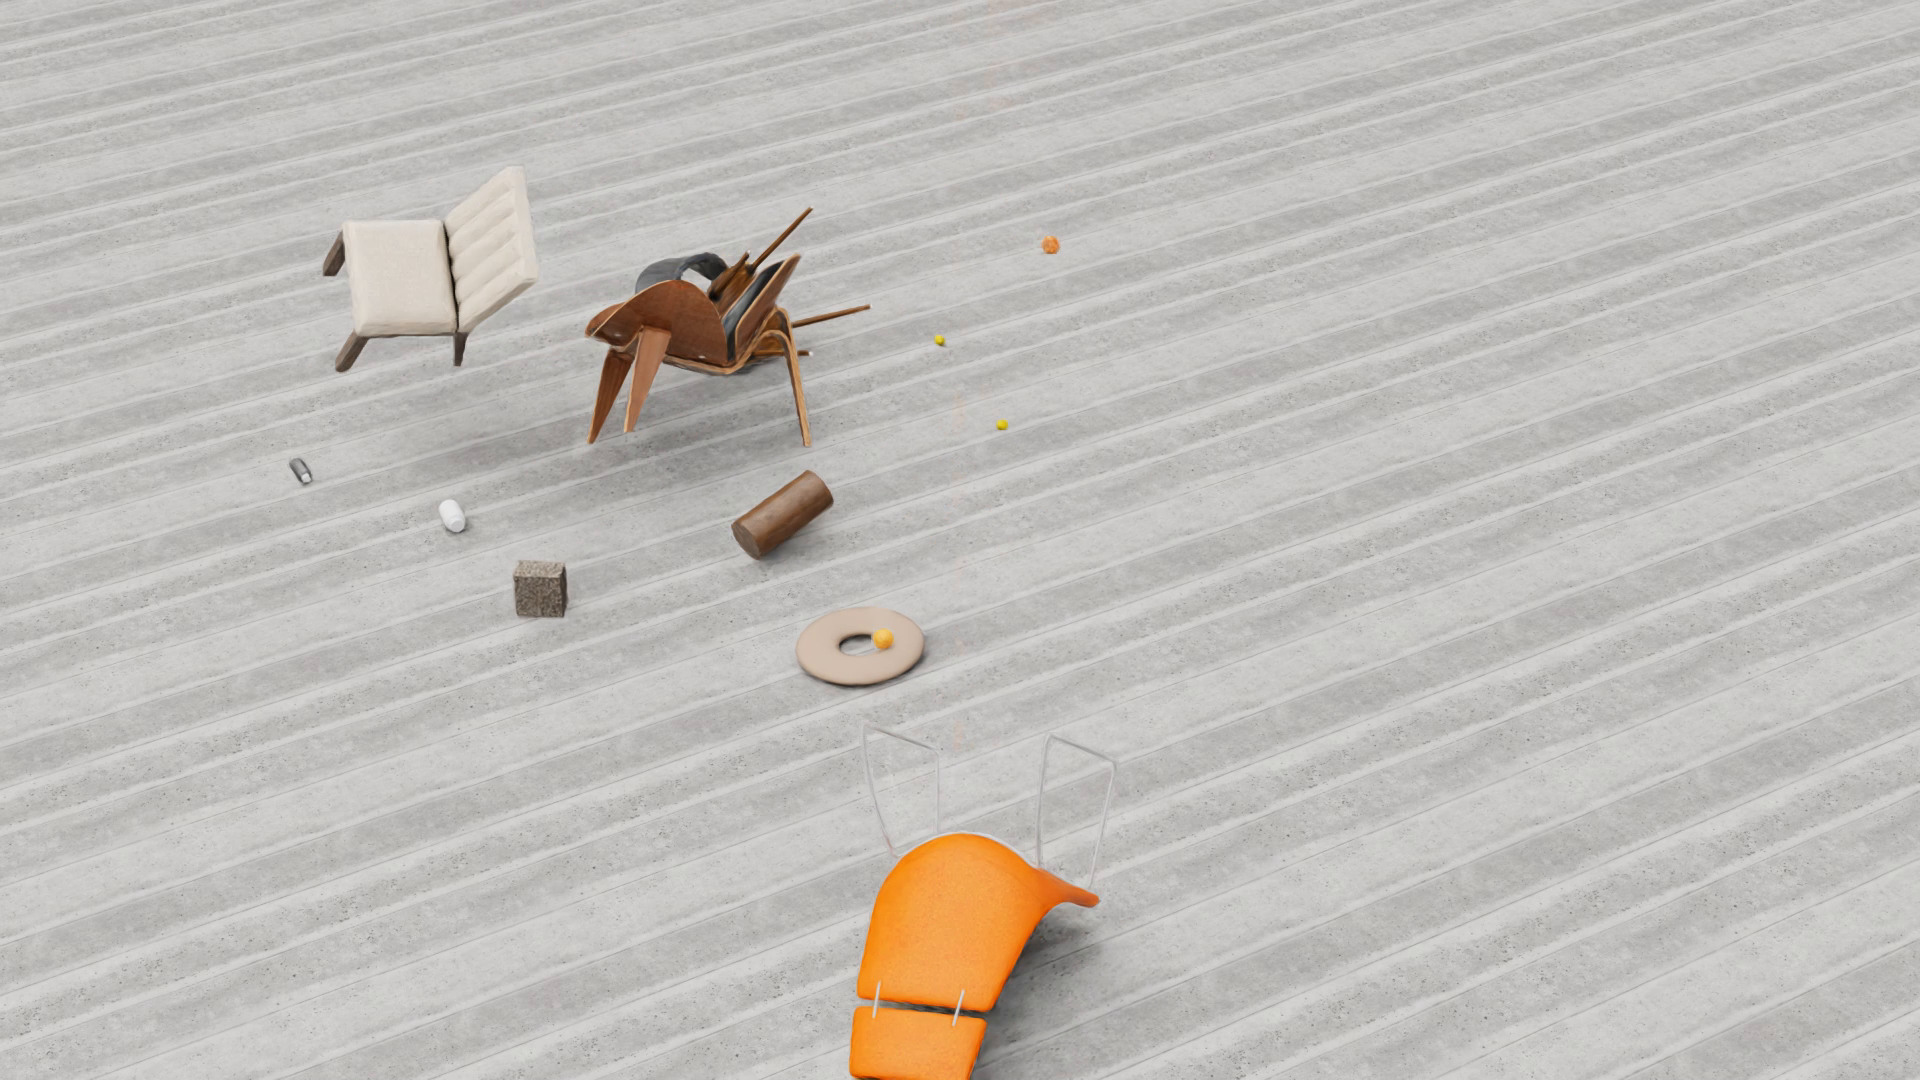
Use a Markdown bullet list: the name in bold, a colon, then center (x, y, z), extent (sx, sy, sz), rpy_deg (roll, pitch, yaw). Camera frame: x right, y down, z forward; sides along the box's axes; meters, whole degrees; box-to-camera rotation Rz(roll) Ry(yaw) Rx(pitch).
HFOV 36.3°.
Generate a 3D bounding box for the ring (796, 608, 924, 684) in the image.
- **ring**: center (-0.352, 0.371, 10.323), extent (0.466, 0.066, 0.436), rpy_deg (-23, 40, -30)

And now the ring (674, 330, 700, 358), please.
- **ring**: center (-1.097, -0.788, 11.779), extent (0.111, 0.102, 0.082), rpy_deg (-1, 60, -30)

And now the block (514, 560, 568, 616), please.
- **block**: center (-1.503, 0.175, 10.523), extent (0.168, 0.166, 0.101), rpy_deg (3, 31, 4)

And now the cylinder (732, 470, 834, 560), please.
- **cylinder**: center (-0.657, -0.092, 10.855), extent (0.352, 0.170, 0.167), rpy_deg (-36, 88, -23)
